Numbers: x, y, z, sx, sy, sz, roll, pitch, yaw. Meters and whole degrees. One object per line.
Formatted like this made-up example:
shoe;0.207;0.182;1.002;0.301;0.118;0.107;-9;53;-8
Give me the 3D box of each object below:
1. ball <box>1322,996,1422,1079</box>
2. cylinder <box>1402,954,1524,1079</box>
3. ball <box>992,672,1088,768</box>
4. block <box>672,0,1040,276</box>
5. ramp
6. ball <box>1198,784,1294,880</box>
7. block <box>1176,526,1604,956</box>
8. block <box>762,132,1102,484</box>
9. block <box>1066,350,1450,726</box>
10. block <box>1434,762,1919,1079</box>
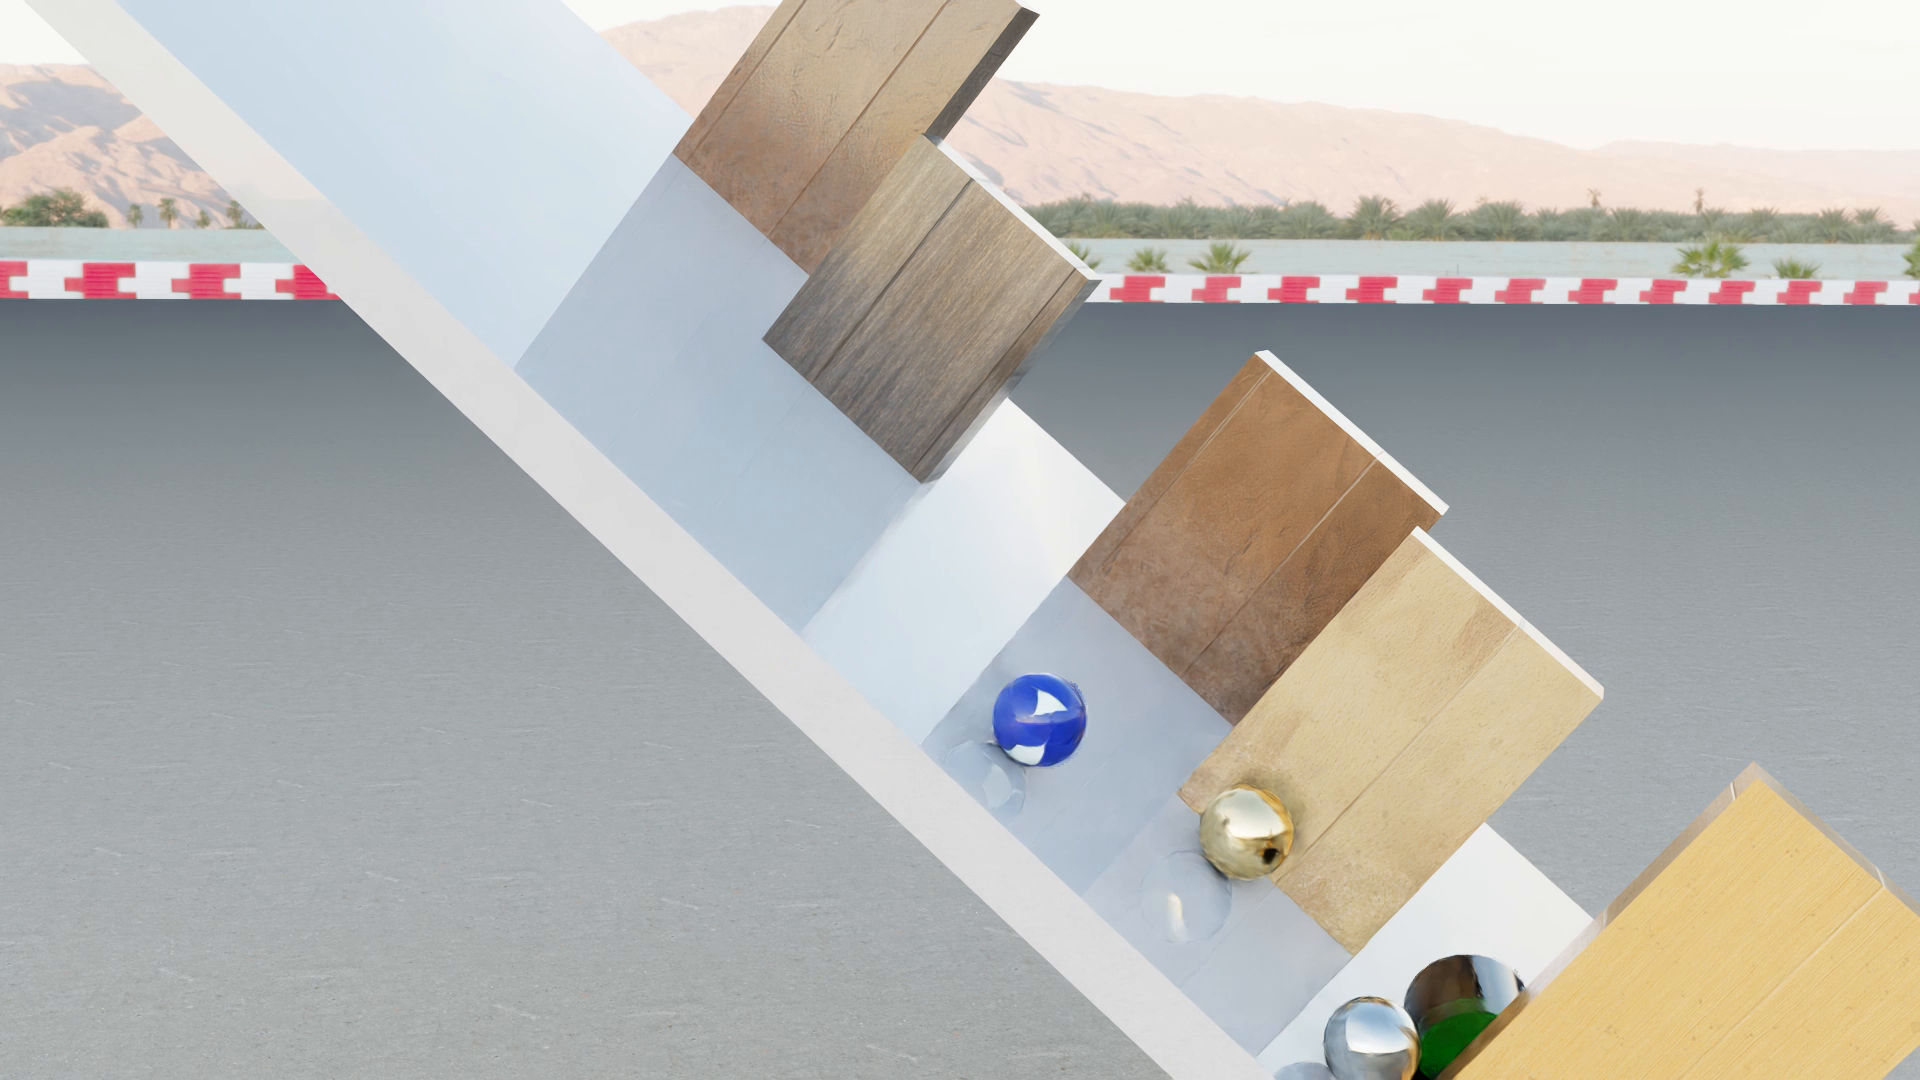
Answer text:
ball;0.575;0.705;3.069;0.137;0.137;0.137;0;7;0
cylinder;0.762;0.746;3.269;0.193;0.193;0.193;1;14;8
ball;0.116;0.263;3.225;0.140;0.140;0.140;0;7;0
block;-0.228;-0.976;4.708;0.423;0.722;0.148;42;16;8
ramp;0.012;0.034;4.035;4.000;0.100;2.000;42;16;8
ball;0.446;0.455;3.428;0.148;0.148;0.148;0;7;0
block;0.684;0.324;3.534;0.386;0.575;0.103;42;16;8
block;-0.054;-0.424;4.049;0.409;0.487;0.110;42;16;8
block;0.557;0.002;4.143;0.449;0.554;0.149;42;16;8
block;0.997;0.693;3.026;0.385;0.697;0.105;42;16;8
